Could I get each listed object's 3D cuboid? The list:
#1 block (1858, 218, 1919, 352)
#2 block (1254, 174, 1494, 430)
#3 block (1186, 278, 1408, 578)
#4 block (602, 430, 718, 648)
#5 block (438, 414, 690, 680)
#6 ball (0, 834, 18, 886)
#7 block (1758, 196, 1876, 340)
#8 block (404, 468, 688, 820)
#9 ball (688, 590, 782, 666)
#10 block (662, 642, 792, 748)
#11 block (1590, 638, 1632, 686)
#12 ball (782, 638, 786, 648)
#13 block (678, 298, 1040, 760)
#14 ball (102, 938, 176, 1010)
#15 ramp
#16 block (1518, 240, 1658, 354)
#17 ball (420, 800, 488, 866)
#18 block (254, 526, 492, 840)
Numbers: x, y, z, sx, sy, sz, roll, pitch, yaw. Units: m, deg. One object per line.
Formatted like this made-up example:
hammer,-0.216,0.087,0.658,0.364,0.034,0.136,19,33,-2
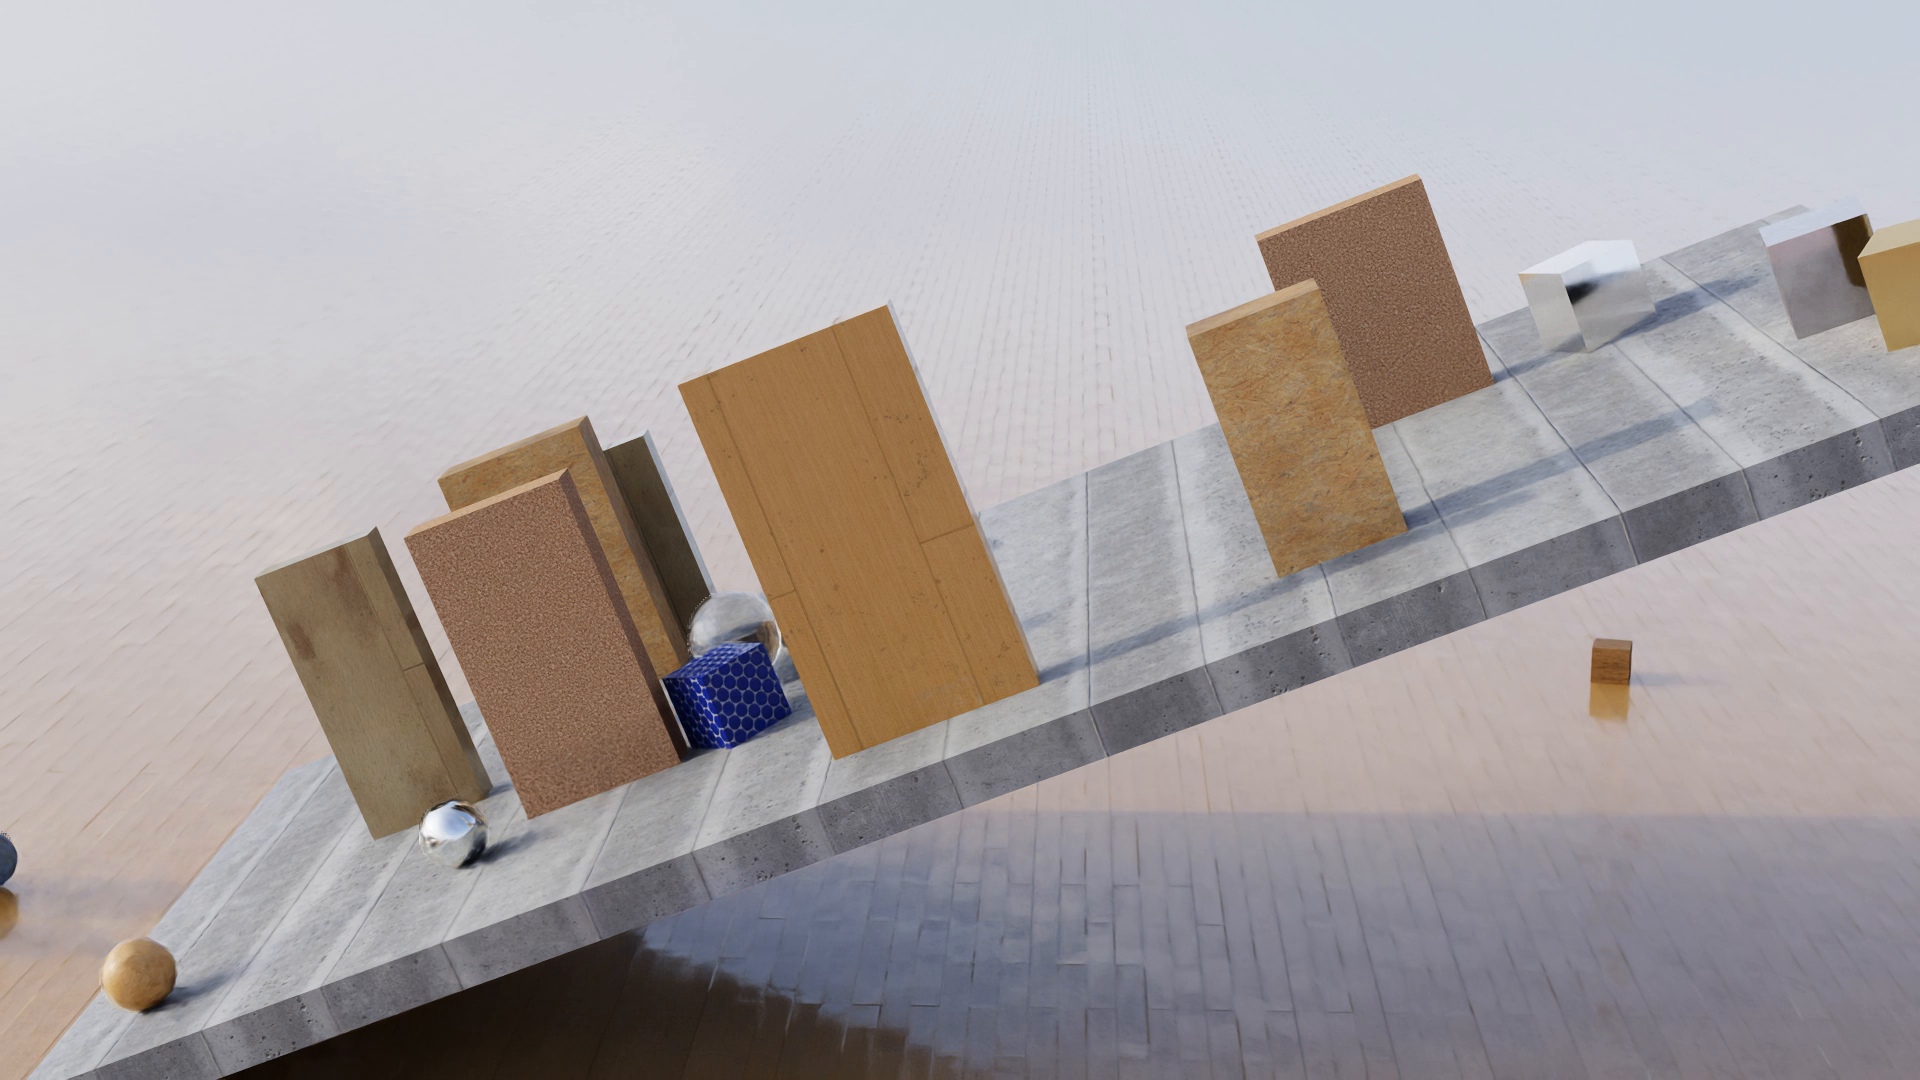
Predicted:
block,1.818,-0.491,5.500,0.190,0.190,0.190,-14,14,32
block,0.912,-0.508,6.480,0.377,0.483,0.100,-20,12,7
block,0.642,-0.214,5.622,0.261,0.498,0.141,-20,12,7
block,-0.804,0.037,7.050,0.329,0.518,0.080,-20,12,7
block,-0.920,0.068,6.861,0.353,0.623,0.134,-20,12,7
ball,-2.290,0.754,6.925,0.135,0.135,0.135,0,14,0
block,1.731,-0.545,5.873,0.199,0.199,0.199,-19,12,15
block,-0.845,0.215,6.034,0.342,0.639,0.107,-20,12,7
ball,-0.494,0.214,6.470,0.205,0.205,0.205,0,14,0
block,-0.482,0.322,6.076,0.162,0.162,0.162,-30,14,-33
block,1.911,0.357,8.627,0.107,0.107,0.107,4,14,16
ball,-0.364,0.187,6.568,0.120,0.120,0.120,0,14,0
block,-0.185,-0.016,5.537,0.419,0.778,0.087,-20,12,7
ball,-1.616,0.854,5.788,0.143,0.143,0.143,0,14,0
ramp,0.121,0.174,6.292,4.000,0.100,2.000,-20,12,7
block,1.385,-0.537,6.487,0.187,0.187,0.187,-25,12,-15
ball,-1.016,0.589,5.911,0.135,0.135,0.135,0,14,0
block,-1.268,0.313,6.377,0.266,0.631,0.089,-20,12,7
